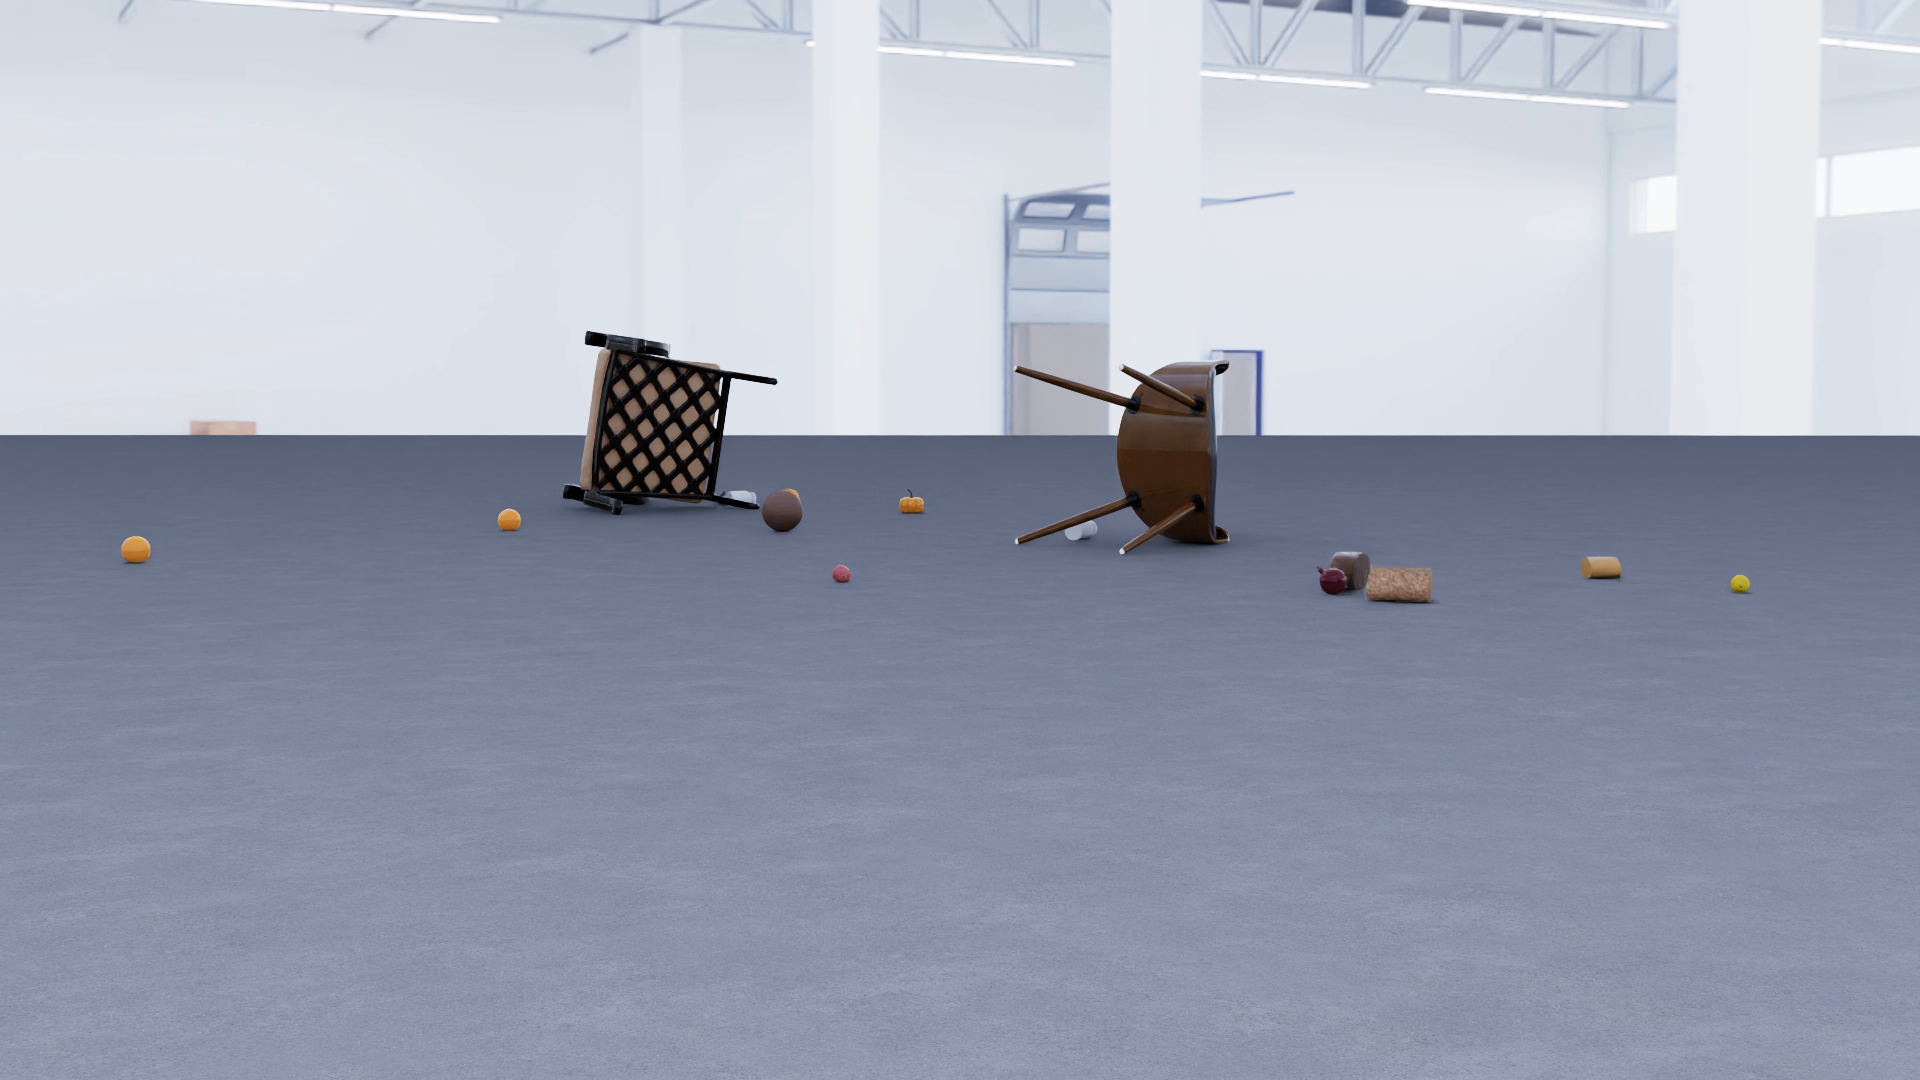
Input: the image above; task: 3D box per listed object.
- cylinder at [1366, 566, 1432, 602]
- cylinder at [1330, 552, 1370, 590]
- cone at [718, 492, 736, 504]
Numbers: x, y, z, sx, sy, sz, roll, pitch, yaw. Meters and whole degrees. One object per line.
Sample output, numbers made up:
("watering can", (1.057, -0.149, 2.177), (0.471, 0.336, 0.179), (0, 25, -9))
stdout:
("cylinder", (0.932, 0.094, 4.659), (0.125, 0.065, 0.106), (1, 23, 18))
("cylinder", (0.873, 0.069, 4.925), (0.055, 0.082, 0.109), (4, 17, 31))
("cone", (-0.895, -0.151, 8.547), (0.069, 0.059, 0.108), (23, -2, -13))
